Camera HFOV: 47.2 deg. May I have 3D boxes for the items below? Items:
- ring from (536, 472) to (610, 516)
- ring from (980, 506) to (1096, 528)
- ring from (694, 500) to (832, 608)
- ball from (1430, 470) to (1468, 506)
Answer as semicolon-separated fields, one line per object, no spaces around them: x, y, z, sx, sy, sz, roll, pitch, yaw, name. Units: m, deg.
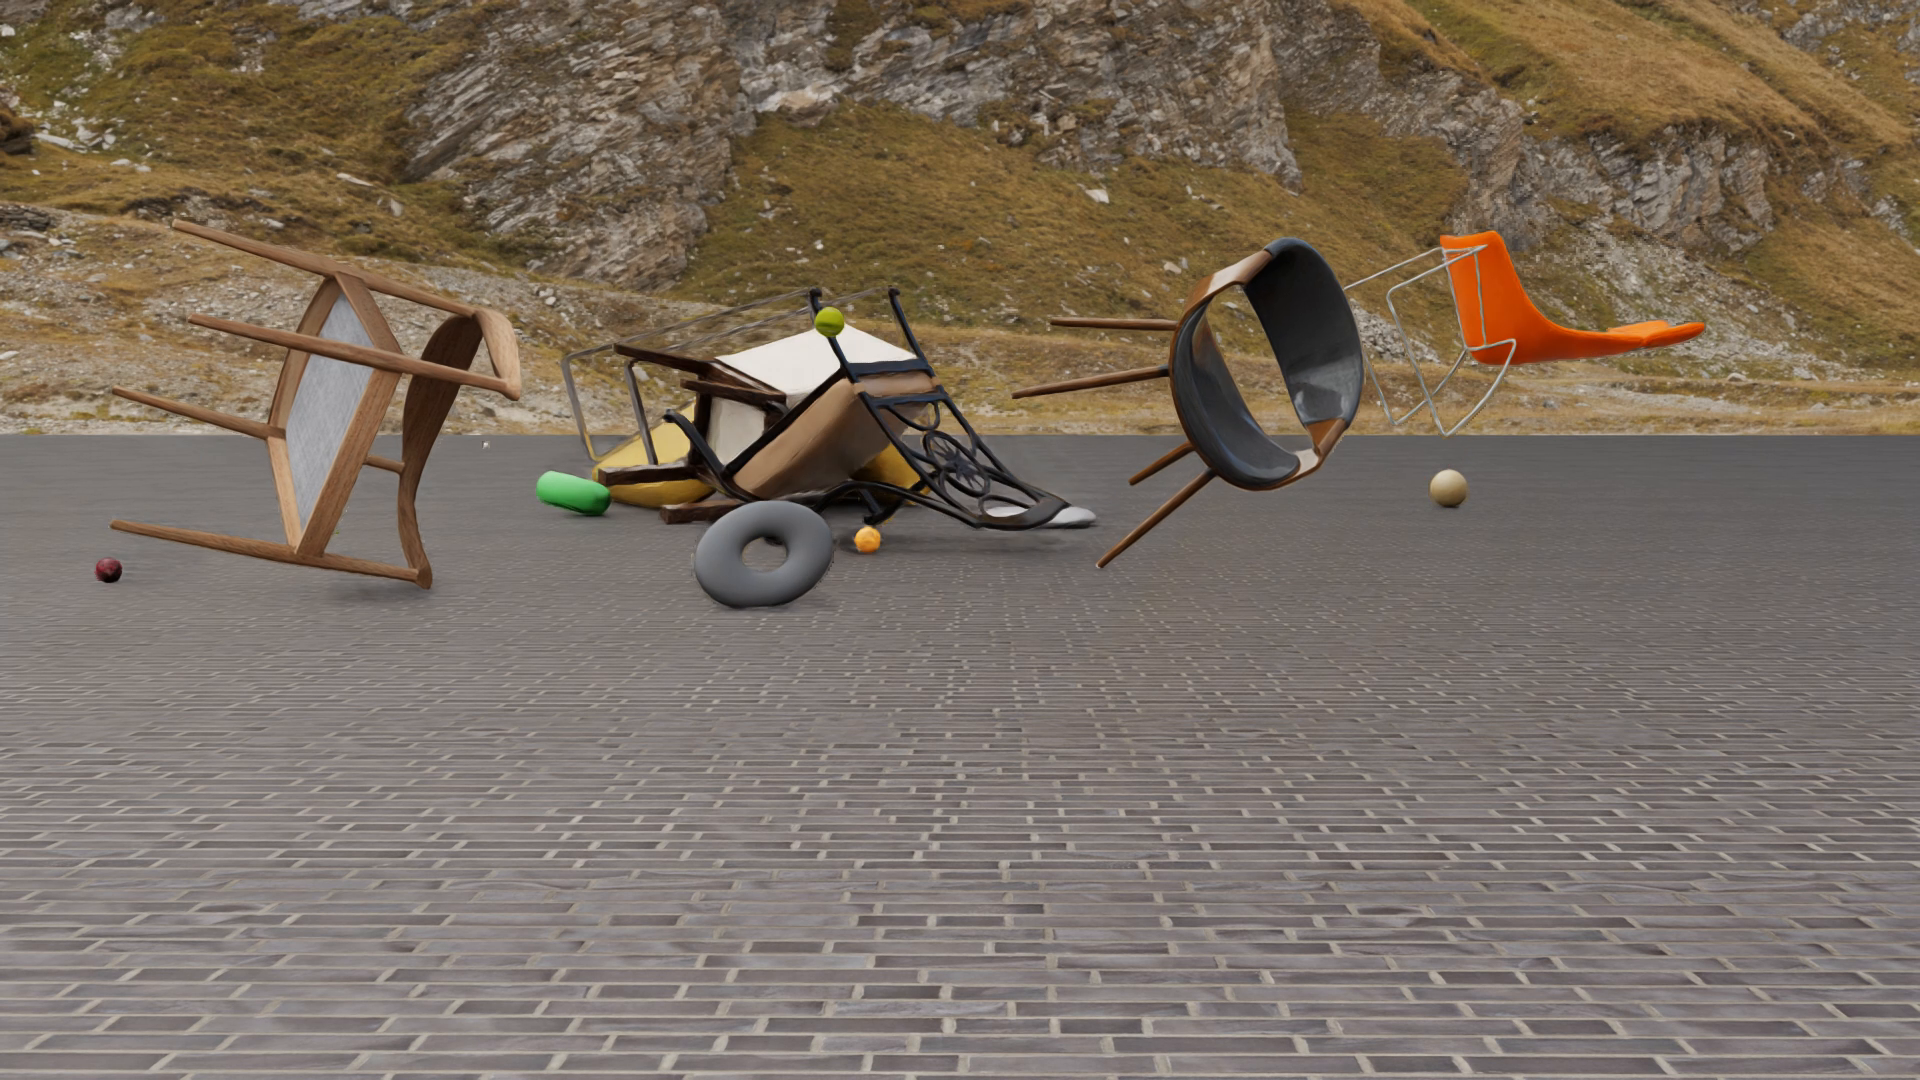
-1.371;-0.165;7.800;0.282;0.109;0.220;14;-6;21;ring
0.257;-0.075;7.217;0.378;0.059;0.373;0;4;0;ring
-0.408;0.030;4.599;0.346;0.226;0.054;-23;-6;-37;ring
1.863;-0.197;8.381;0.143;0.143;0.143;0;4;0;ball
